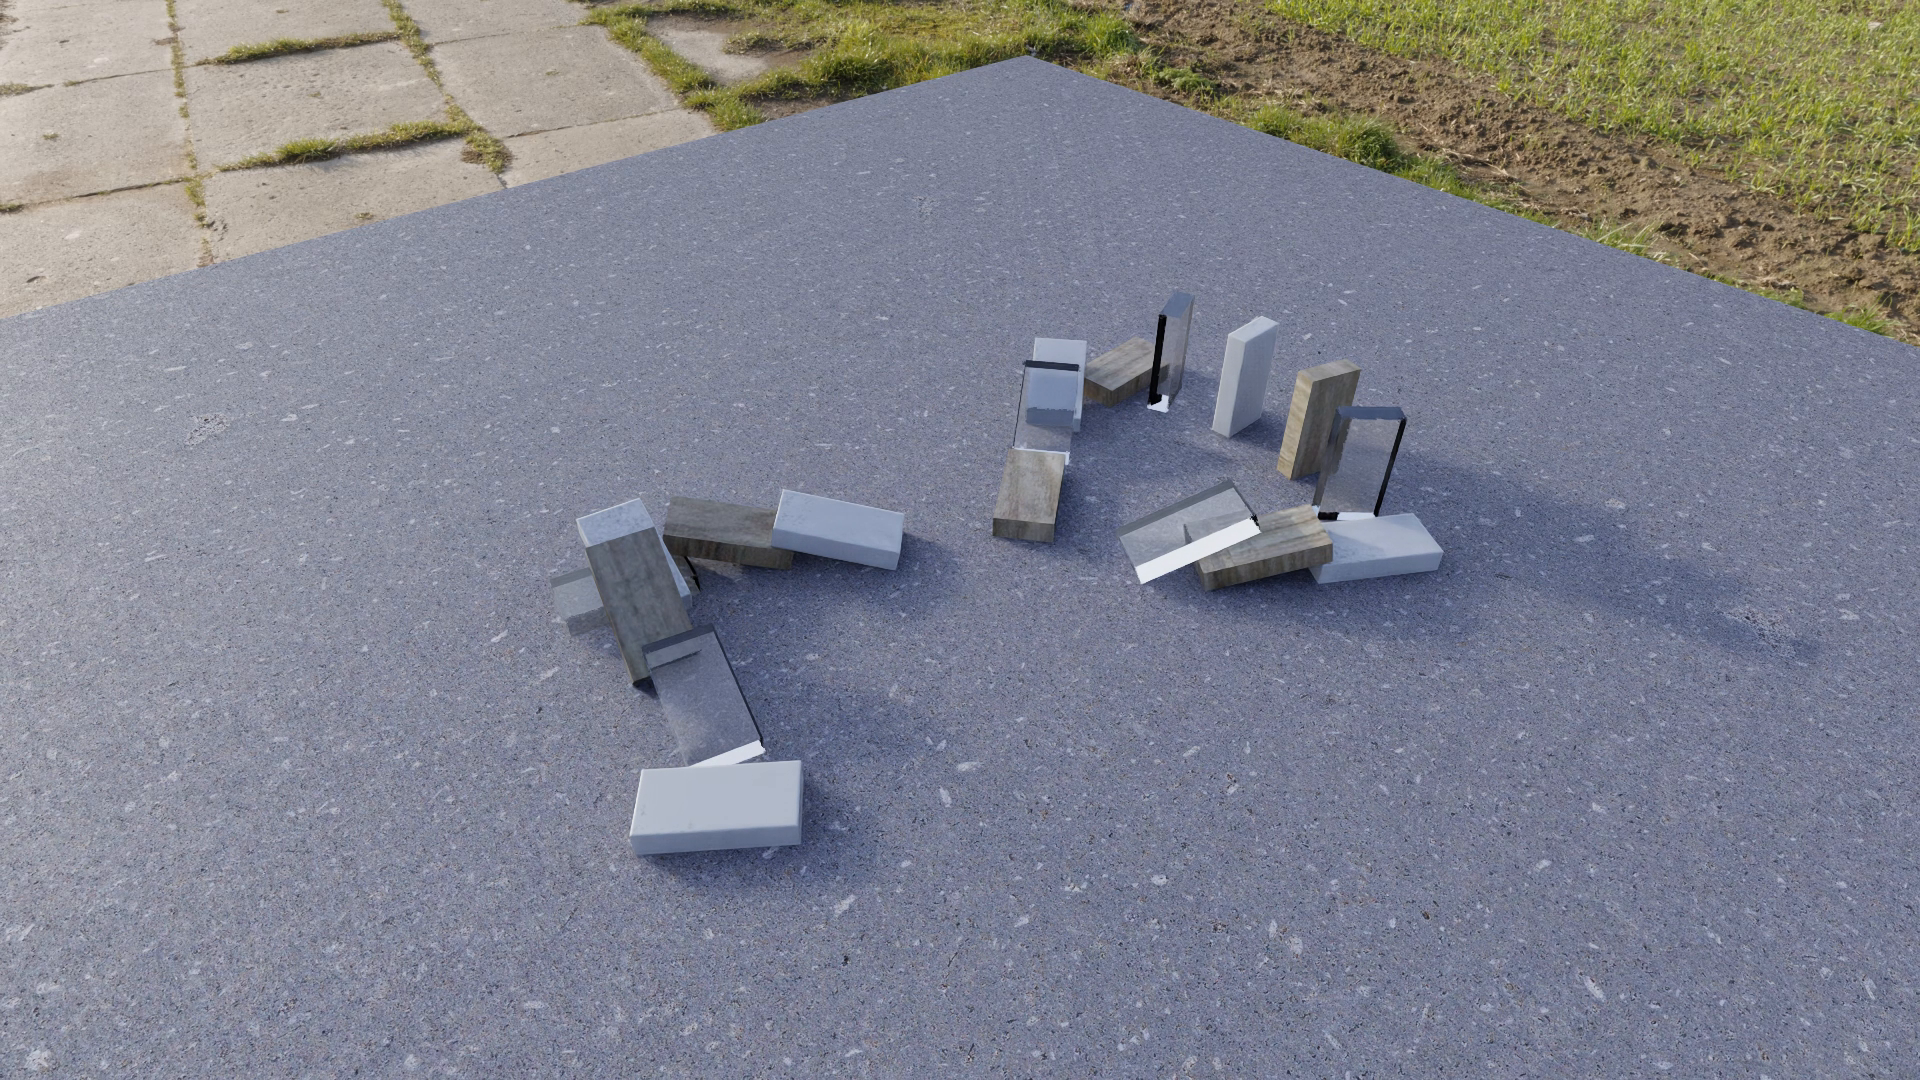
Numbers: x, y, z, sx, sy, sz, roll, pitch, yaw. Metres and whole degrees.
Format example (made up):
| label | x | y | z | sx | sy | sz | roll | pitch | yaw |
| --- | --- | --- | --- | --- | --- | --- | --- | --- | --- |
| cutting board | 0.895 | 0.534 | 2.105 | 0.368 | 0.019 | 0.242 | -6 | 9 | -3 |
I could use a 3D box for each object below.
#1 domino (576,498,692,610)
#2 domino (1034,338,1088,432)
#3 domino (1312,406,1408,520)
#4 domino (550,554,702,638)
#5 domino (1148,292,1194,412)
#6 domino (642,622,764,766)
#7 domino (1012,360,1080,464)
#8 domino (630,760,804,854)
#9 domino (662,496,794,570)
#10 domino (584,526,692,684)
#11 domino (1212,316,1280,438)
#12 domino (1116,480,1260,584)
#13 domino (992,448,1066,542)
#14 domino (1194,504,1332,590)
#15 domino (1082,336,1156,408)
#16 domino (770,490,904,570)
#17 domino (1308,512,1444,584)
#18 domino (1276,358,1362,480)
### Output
| label | x | y | z | sx | sy | sz | roll | pitch | yaw |
| --- | --- | --- | --- | --- | --- | --- | --- | --- | --- |
| domino | -0.123 | 0.009 | 0.414 | 0.025 | 0.009 | 0.050 | -22 | 59 | -24 |
| domino | 0.046 | -0.074 | 0.524 | 0.025 | 0.009 | 0.050 | 5 | 55 | 6 |
| domino | 0.162 | -0.031 | 0.449 | 0.025 | 0.050 | 0.009 | 1 | 39 | 1 |
| domino | -0.128 | 0.018 | 0.422 | 0.050 | 0.010 | 0.025 | -20 | 43 | -22 |
| domino | 0.100 | -0.089 | 0.520 | 0.010 | 0.050 | 0.025 | 17 | 42 | 19 |
| domino | -0.087 | 0.053 | 0.370 | 0.025 | 0.009 | 0.050 | -18 | 55 | -21 |
| domino | 0.040 | -0.059 | 0.502 | 0.025 | 0.010 | 0.050 | 6 | 60 | 6 |
| domino | -0.075 | 0.083 | 0.342 | 0.050 | 0.010 | 0.025 | -3 | 39 | -3 |
| domino | -0.091 | -0.003 | 0.438 | 0.050 | 0.010 | 0.025 | 8 | 38 | -12 |
| domino | -0.113 | 0.023 | 0.392 | 0.025 | 0.009 | 0.050 | -20 | 83 | -22 |
| domino | 0.130 | -0.074 | 0.502 | 0.025 | 0.050 | 0.009 | -31 | 48 | -32 |
| domino | 0.089 | -0.004 | 0.434 | 0.050 | 0.010 | 0.025 | -24 | 39 | 4 |
| domino | 0.030 | -0.020 | 0.467 | 0.025 | 0.010 | 0.050 | 6 | 40 | 7 |
| domino | 0.117 | 0.003 | 0.432 | 0.050 | 0.009 | 0.025 | -13 | 40 | 3 |
| domino | 0.081 | -0.084 | 0.546 | 0.050 | 0.010 | 0.025 | -32 | 49 | -33 |
| domino | -0.048 | -0.004 | 0.440 | 0.050 | 0.010 | 0.025 | 11 | 39 | -7 |
| domino | 0.163 | 0.003 | 0.440 | 0.050 | 0.009 | 0.025 | -6 | 40 | -7 |
| domino | 0.154 | -0.052 | 0.474 | 0.025 | 0.050 | 0.010 | -16 | 42 | -19 |
